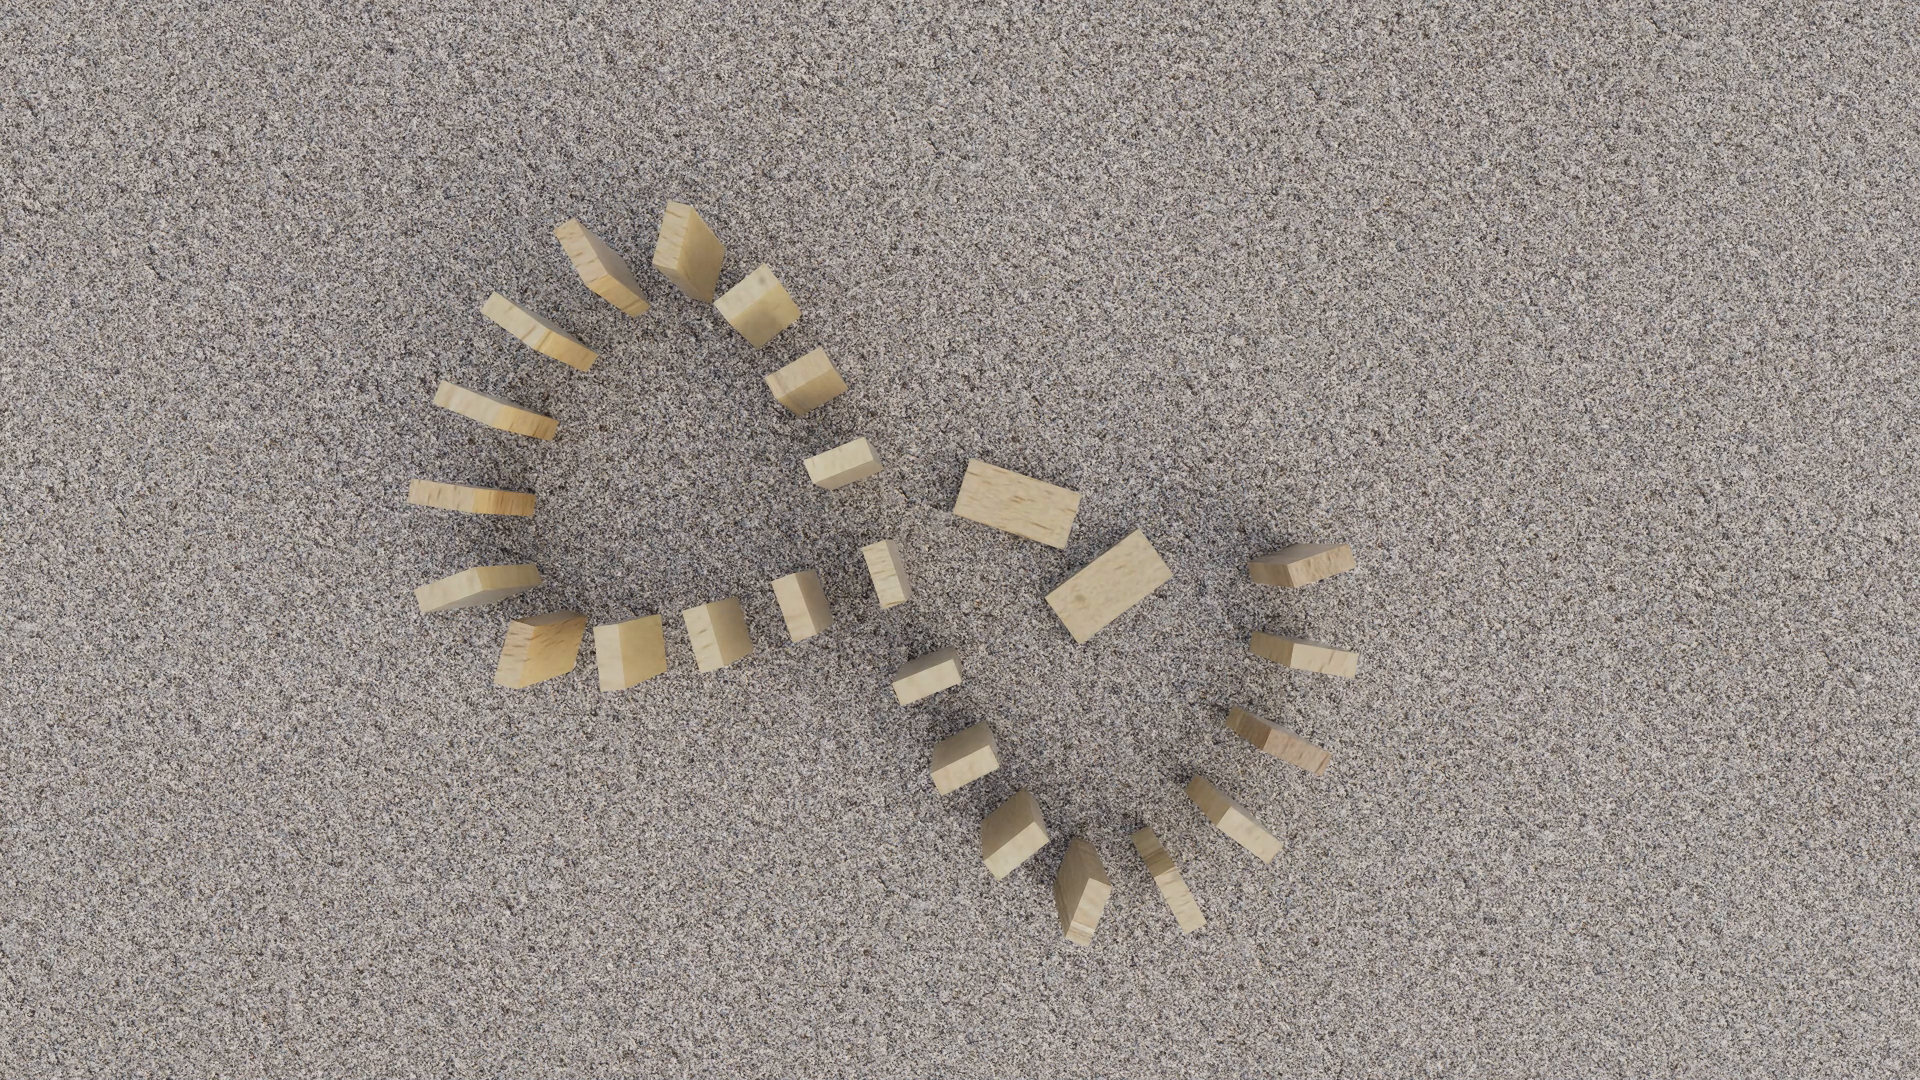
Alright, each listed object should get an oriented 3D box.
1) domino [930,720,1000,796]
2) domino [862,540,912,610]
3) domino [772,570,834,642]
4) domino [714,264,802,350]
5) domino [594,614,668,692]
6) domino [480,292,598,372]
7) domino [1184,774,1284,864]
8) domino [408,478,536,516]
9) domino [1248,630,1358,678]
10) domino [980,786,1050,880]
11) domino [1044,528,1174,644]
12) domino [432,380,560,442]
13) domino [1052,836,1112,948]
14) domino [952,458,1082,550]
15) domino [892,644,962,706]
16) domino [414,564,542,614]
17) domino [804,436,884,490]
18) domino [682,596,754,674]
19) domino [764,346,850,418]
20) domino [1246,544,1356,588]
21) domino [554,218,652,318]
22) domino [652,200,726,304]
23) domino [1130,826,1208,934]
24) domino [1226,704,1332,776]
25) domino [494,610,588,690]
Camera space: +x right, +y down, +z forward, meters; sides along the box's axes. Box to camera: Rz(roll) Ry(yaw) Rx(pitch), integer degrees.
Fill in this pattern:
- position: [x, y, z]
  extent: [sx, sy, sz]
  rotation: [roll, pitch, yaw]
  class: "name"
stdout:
- position: [0.002, 0.088, 0.375]
  extent: [0.025, 0.050, 0.010]
  rotation: [-26, 90, 0]
  class: "domino"
- position: [-0.029, 0.013, 0.375]
  extent: [0.009, 0.050, 0.025]
  rotation: [-19, 90, 0]
  class: "domino"
- position: [-0.063, 0.026, 0.375]
  extent: [0.009, 0.050, 0.025]
  rotation: [-20, 90, 0]
  class: "domino"
- position: [-0.082, -0.095, 0.375]
  extent: [0.025, 0.050, 0.009]
  rotation: [-38, 90, 0]
  class: "domino"
- position: [-0.134, 0.045, 0.375]
  extent: [0.010, 0.050, 0.025]
  rotation: [-7, 90, 0]
  class: "domino"
- position: [-0.171, -0.084, 0.375]
  extent: [0.025, 0.050, 0.009]
  rotation: [35, 90, 0]
  class: "domino"
- position: [0.111, 0.113, 0.375]
  extent: [0.025, 0.050, 0.010]
  rotation: [36, 90, 0]
  class: "domino"
- position: [-0.198, -0.017, 0.375]
  extent: [0.025, 0.050, 0.010]
  rotation: [9, 90, 0]
  class: "domino"
- position: [0.139, 0.046, 0.375]
  extent: [0.025, 0.050, 0.010]
  rotation: [10, 90, 0]
  class: "domino"
- position: [0.022, 0.119, 0.375]
  extent: [0.025, 0.050, 0.010]
  rotation: [-38, 90, 0]
  class: "domino"
- position: [0.064, 0.020, 0.395]
  extent: [0.050, 0.010, 0.025]
  rotation: [-36, 90, 0]
  class: "domino"
- position: [-0.188, -0.052, 0.375]
  extent: [0.025, 0.050, 0.010]
  rotation: [22, 90, 0]
  class: "domino"
- position: [0.049, 0.142, 0.375]
  extent: [0.009, 0.050, 0.025]
  rotation: [22, 90, 0]
  class: "domino"
- position: [0.024, -0.015, 0.395]
  extent: [0.050, 0.009, 0.025]
  rotation: [18, 90, 0]
  class: "domino"
- position: [-0.013, 0.054, 0.375]
  extent: [0.025, 0.050, 0.009]
  rotation: [-22, 90, 0]
  class: "domino"
- position: [-0.195, 0.019, 0.375]
  extent: [0.025, 0.050, 0.009]
  rotation: [-21, 90, 0]
  class: "domino"
- position: [-0.046, -0.031, 0.375]
  extent: [0.025, 0.050, 0.010]
  rotation: [-22, 90, 0]
  class: "domino"
- position: [-0.098, 0.038, 0.375]
  extent: [0.009, 0.050, 0.025]
  rotation: [-17, 90, 0]
  class: "domino"
- position: [-0.062, -0.064, 0.375]
  extent: [0.025, 0.050, 0.010]
  rotation: [-29, 90, 0]
  class: "domino"
- position: [0.138, 0.010, 0.375]
  extent: [0.025, 0.050, 0.009]
  rotation: [-19, 90, 0]
  class: "domino"
- position: [-0.145, -0.110, 0.375]
  extent: [0.009, 0.050, 0.025]
  rotation: [-31, 90, 0]
  class: "domino"
- position: [-0.110, -0.117, 0.375]
  extent: [0.010, 0.050, 0.025]
  rotation: [15, 90, 0]
  class: "domino"
- position: [0.084, 0.138, 0.375]
  extent: [0.009, 0.050, 0.025]
  rotation: [-29, 90, 0]
  class: "domino"
- position: [0.129, 0.081, 0.375]
  extent: [0.025, 0.050, 0.010]
  rotation: [24, 90, 0]
  class: "domino"
- position: [-0.170, 0.044, 0.375]
  extent: [0.009, 0.050, 0.025]
  rotation: [16, 90, 0]
  class: "domino"
